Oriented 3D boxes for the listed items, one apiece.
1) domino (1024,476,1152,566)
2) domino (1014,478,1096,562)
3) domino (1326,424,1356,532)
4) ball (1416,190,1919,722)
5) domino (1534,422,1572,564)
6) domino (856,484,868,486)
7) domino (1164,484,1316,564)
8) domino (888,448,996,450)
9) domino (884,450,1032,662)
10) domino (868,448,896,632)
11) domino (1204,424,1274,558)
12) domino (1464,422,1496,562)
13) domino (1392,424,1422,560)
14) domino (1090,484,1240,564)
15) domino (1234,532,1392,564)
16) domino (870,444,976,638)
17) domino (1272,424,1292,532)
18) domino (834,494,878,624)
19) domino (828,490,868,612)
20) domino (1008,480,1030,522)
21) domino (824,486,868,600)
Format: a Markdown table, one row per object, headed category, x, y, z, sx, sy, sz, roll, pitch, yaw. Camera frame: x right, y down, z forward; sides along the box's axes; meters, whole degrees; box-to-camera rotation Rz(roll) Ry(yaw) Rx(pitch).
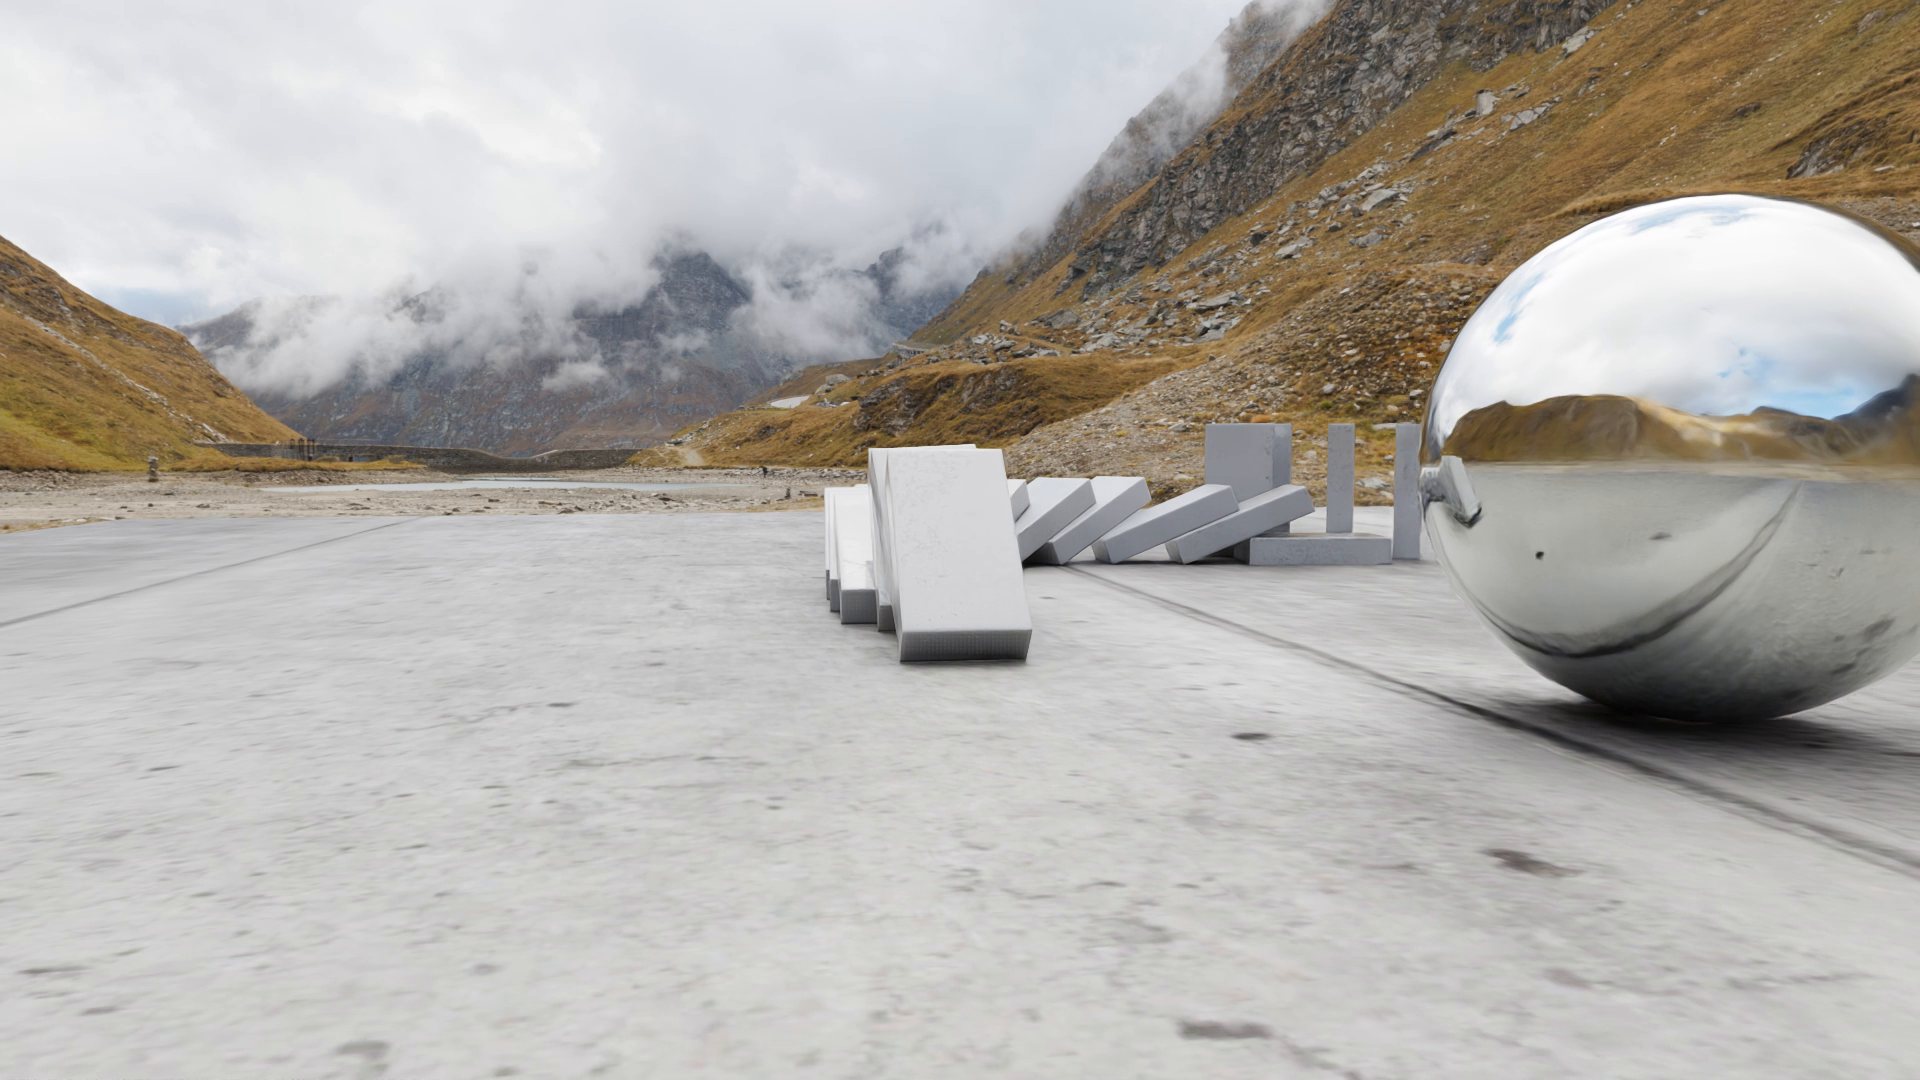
| category | x | y | z | sx | sy | sz | roll | pitch | yaw |
| --- | --- | --- | --- | --- | --- | --- | --- | --- | --- |
| domino | 0.044 | -0.008 | 0.467 | 0.050 | 0.009 | 0.025 | -34 | 23 | -31 |
| domino | 0.023 | -0.007 | 0.454 | 0.025 | 0.010 | 0.050 | 4 | 31 | 45 |
| domino | 0.145 | -0.019 | 0.490 | 0.010 | 0.050 | 0.025 | 1 | 5 | 18 |
| ball | 0.113 | -0.012 | 0.197 | 0.080 | 0.080 | 0.080 | 0 | 4 | 0 |
| domino | 0.214 | -0.017 | 0.464 | 0.009 | 0.050 | 0.025 | 2 | 5 | 21 |
| domino | -0.023 | -0.002 | 0.395 | 0.025 | 0.010 | 0.050 | 0 | 29 | 4 |
| domino | 0.100 | -0.006 | 0.463 | 0.050 | 0.009 | 0.025 | -22 | 5 | 0 |
| domino | -0.002 | 0.001 | 0.278 | 0.025 | 0.009 | 0.050 | -1 | 48 | -8 |
| domino | -0.001 | 0.002 | 0.265 | 0.025 | 0.010 | 0.050 | -1 | 48 | -8 |
| domino | -0.008 | -0.001 | 0.305 | 0.025 | 0.010 | 0.050 | -1 | 48 | -8 |
| domino | 0.105 | -0.019 | 0.483 | 0.025 | 0.050 | 0.009 | 1 | 4 | 14 |
| domino | 0.191 | -0.018 | 0.473 | 0.010 | 0.050 | 0.025 | 2 | 5 | 22 |
| domino | 0.168 | -0.019 | 0.482 | 0.010 | 0.050 | 0.025 | 2 | 5 | 21 |
| domino | 0.073 | -0.006 | 0.465 | 0.050 | 0.009 | 0.025 | -23 | 7 | -6 |
| domino | 0.127 | 0.003 | 0.464 | 0.050 | 0.010 | 0.025 | 0 | 4 | -1 |
| domino | -0.005 | -0.001 | 0.292 | 0.025 | 0.010 | 0.050 | -4 | 48 | -10 |
| domino | 0.122 | -0.020 | 0.497 | 0.009 | 0.050 | 0.025 | 1 | 4 | 8 |
| domino | -0.018 | 0.004 | 0.324 | 0.025 | 0.010 | 0.050 | -1 | 29 | -8 |
| domino | -0.023 | 0.002 | 0.347 | 0.025 | 0.010 | 0.050 | 0 | 29 | -6 |
| domino | 0.002 | -0.005 | 0.438 | 0.025 | 0.010 | 0.050 | 2 | 30 | 28 |
| domino | -0.026 | 0.000 | 0.371 | 0.025 | 0.010 | 0.050 | -2 | 29 | -5 |
